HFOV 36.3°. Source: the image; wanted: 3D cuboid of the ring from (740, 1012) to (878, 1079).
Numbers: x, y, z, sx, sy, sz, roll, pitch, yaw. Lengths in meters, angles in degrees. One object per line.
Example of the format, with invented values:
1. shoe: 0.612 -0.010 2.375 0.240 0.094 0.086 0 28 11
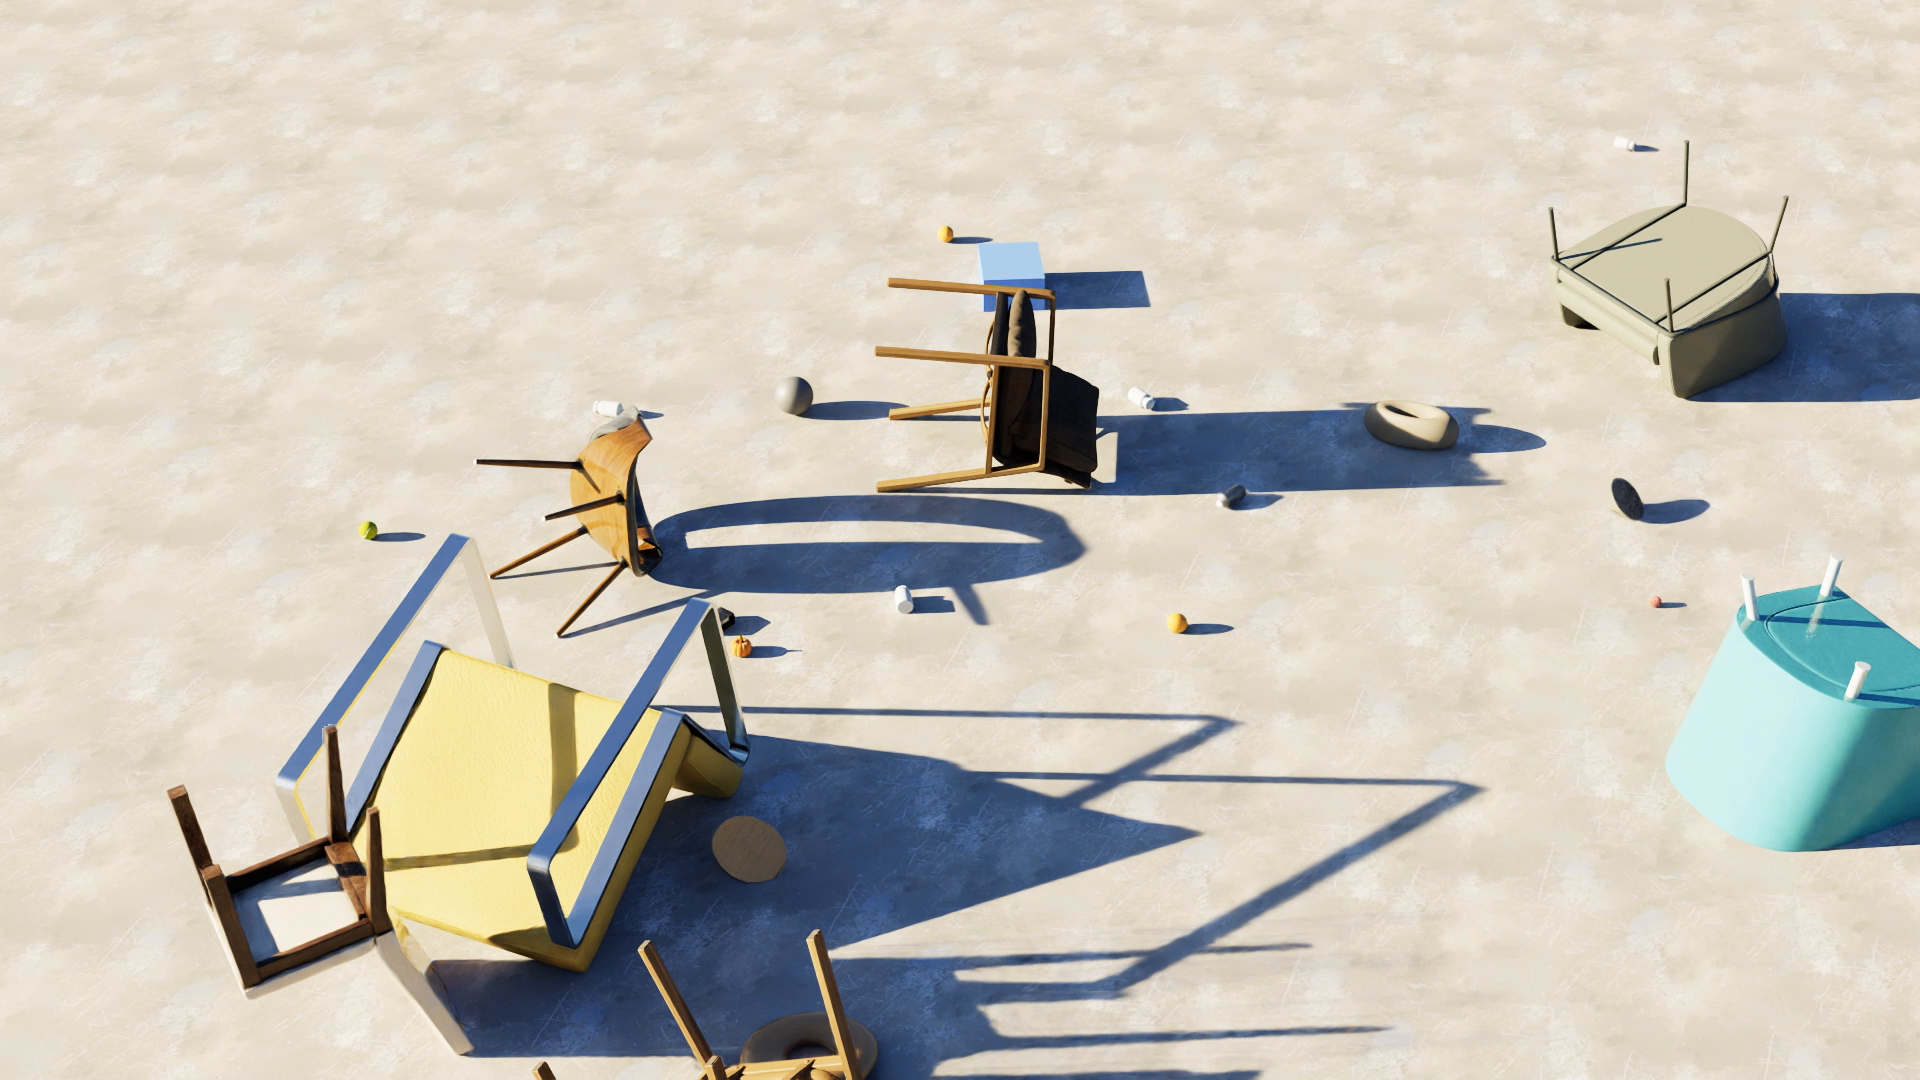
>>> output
1. ring: -0.440 1.508 8.588 0.407 0.075 0.349 -7 33 -10

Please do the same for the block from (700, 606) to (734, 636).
1. block: -0.864 0.291 10.462 0.066 0.045 0.105 24 40 32

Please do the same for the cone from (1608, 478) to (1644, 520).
1. cone: 2.488 -0.136 11.092 0.188 0.094 0.181 7 61 -42

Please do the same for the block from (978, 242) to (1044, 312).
1. block: 0.217 -1.124 12.511 0.259 0.153 0.331 -2 33 -3

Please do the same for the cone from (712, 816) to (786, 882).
1. cone: -0.698 0.960 9.394 0.256 0.199 0.256 34 -1 -17

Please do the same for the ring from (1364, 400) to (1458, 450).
1. ring: 1.772 -0.451 11.508 0.382 0.137 0.188 12 34 20

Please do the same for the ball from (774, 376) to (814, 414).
1. ball: -0.660 -0.576 11.678 0.154 0.154 0.154 0 33 0
